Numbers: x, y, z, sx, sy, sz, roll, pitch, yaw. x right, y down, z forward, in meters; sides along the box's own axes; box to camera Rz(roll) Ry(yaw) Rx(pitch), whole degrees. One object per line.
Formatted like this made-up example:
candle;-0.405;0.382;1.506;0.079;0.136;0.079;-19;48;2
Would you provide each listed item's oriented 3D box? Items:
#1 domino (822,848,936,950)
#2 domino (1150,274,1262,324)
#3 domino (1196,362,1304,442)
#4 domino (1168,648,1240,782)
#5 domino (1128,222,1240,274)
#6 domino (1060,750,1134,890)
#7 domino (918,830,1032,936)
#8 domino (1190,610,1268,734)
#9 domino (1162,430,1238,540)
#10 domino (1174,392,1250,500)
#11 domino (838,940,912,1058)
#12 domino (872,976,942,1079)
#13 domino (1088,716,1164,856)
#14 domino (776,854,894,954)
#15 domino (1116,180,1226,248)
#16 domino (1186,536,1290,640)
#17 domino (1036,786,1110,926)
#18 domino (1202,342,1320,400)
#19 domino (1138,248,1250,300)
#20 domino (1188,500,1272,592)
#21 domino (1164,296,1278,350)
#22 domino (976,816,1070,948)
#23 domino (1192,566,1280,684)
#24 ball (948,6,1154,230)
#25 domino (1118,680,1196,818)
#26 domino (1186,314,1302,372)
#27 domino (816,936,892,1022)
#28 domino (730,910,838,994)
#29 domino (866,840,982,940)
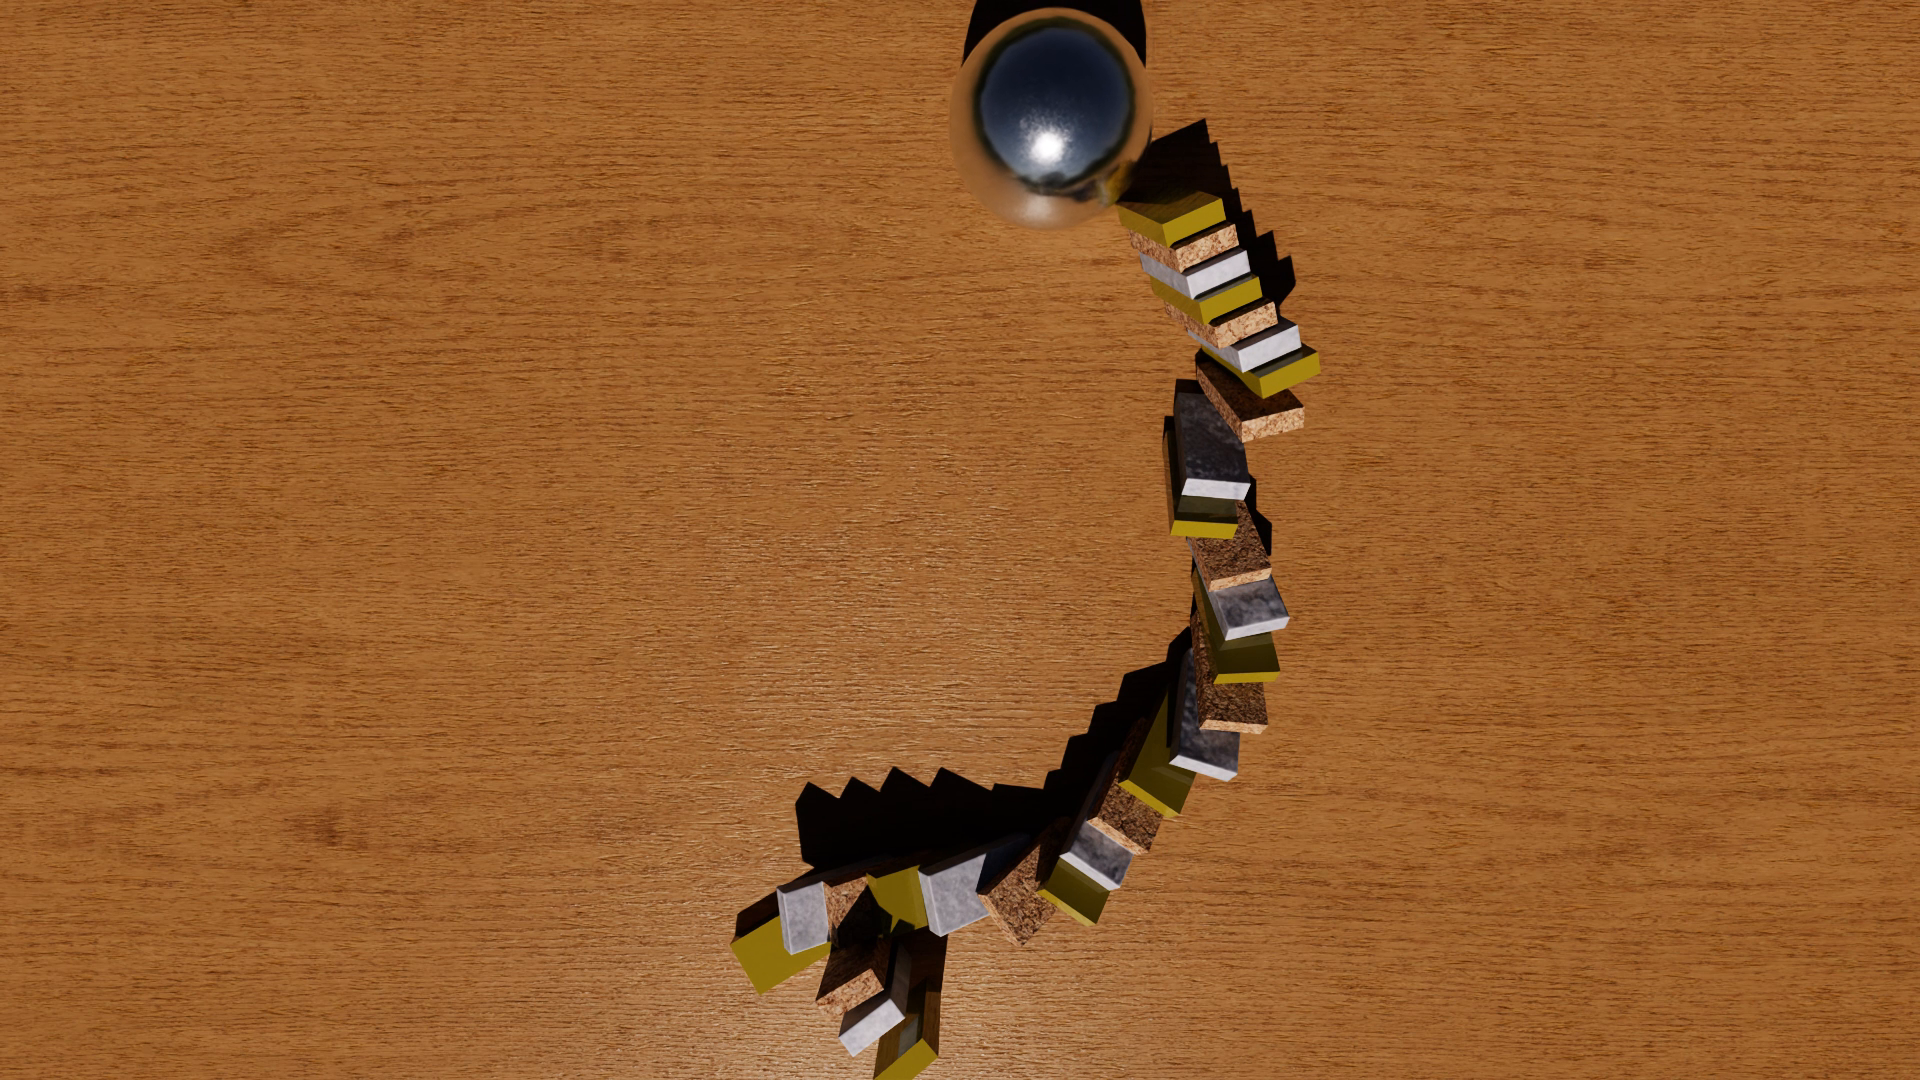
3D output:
domino;-0.031;0.149;0.384;0.050;0.009;0.025;-8;90;-30
domino;0.100;-0.104;0.376;0.025;0.050;0.010;-24;121;0
domino;0.119;-0.060;0.377;0.025;0.050;0.010;-14;128;0
domino;0.103;0.072;0.382;0.025;0.010;0.050;18;56;-1
domino;0.091;-0.124;0.376;0.025;0.050;0.010;-24;121;0
domino;0.064;0.116;0.383;0.025;0.010;0.050;34;58;0
domino;0.009;0.143;0.384;0.050;0.009;0.025;-11;90;-29
domino;0.112;0.054;0.382;0.025;0.010;0.050;6;57;-2
domino;0.099;-0.024;0.380;0.025;0.009;0.050;4;52;2
domino;0.104;-0.040;0.381;0.025;0.009;0.050;5;52;1
domino;-0.034;0.186;0.375;0.025;0.050;0.009;-37;90;0
domino;-0.021;0.202;0.375;0.025;0.050;0.009;-40;90;0
domino;0.075;0.102;0.383;0.025;0.010;0.050;34;58;0
domino;-0.050;0.151;0.384;0.050;0.010;0.025;-7;90;-30
domino;0.086;-0.134;0.376;0.025;0.050;0.010;-24;121;0
domino;0.115;0.015;0.382;0.025;0.010;0.050;-12;58;-2
domino;0.055;0.131;0.383;0.025;0.010;0.050;34;58;0
domino;0.122;-0.076;0.376;0.025;0.050;0.009;-24;124;-1
domino;0.095;-0.114;0.376;0.025;0.050;0.010;-24;121;0
domino;0.109;-0.005;0.383;0.025;0.009;0.050;-13;59;0
domino;0.106;-0.095;0.376;0.025;0.050;0.010;-24;121;0
domino;0.034;0.142;0.383;0.050;0.010;0.025;-34;90;-30
domino;0.114;0.034;0.382;0.025;0.009;0.050;-2;57;-1
ball;0.036;-0.164;0.360;0.080;0.080;0.080;0;90;0
domino;0.088;0.087;0.383;0.025;0.009;0.050;34;59;0
domino;0.115;-0.086;0.376;0.025;0.050;0.010;-24;122;0
domino;-0.042;0.174;0.375;0.025;0.050;0.010;-31;90;0
domino;-0.070;0.171;0.395;0.050;0.009;0.025;-31;90;0
domino;-0.013;0.146;0.383;0.050;0.010;0.025;-7;90;-30
